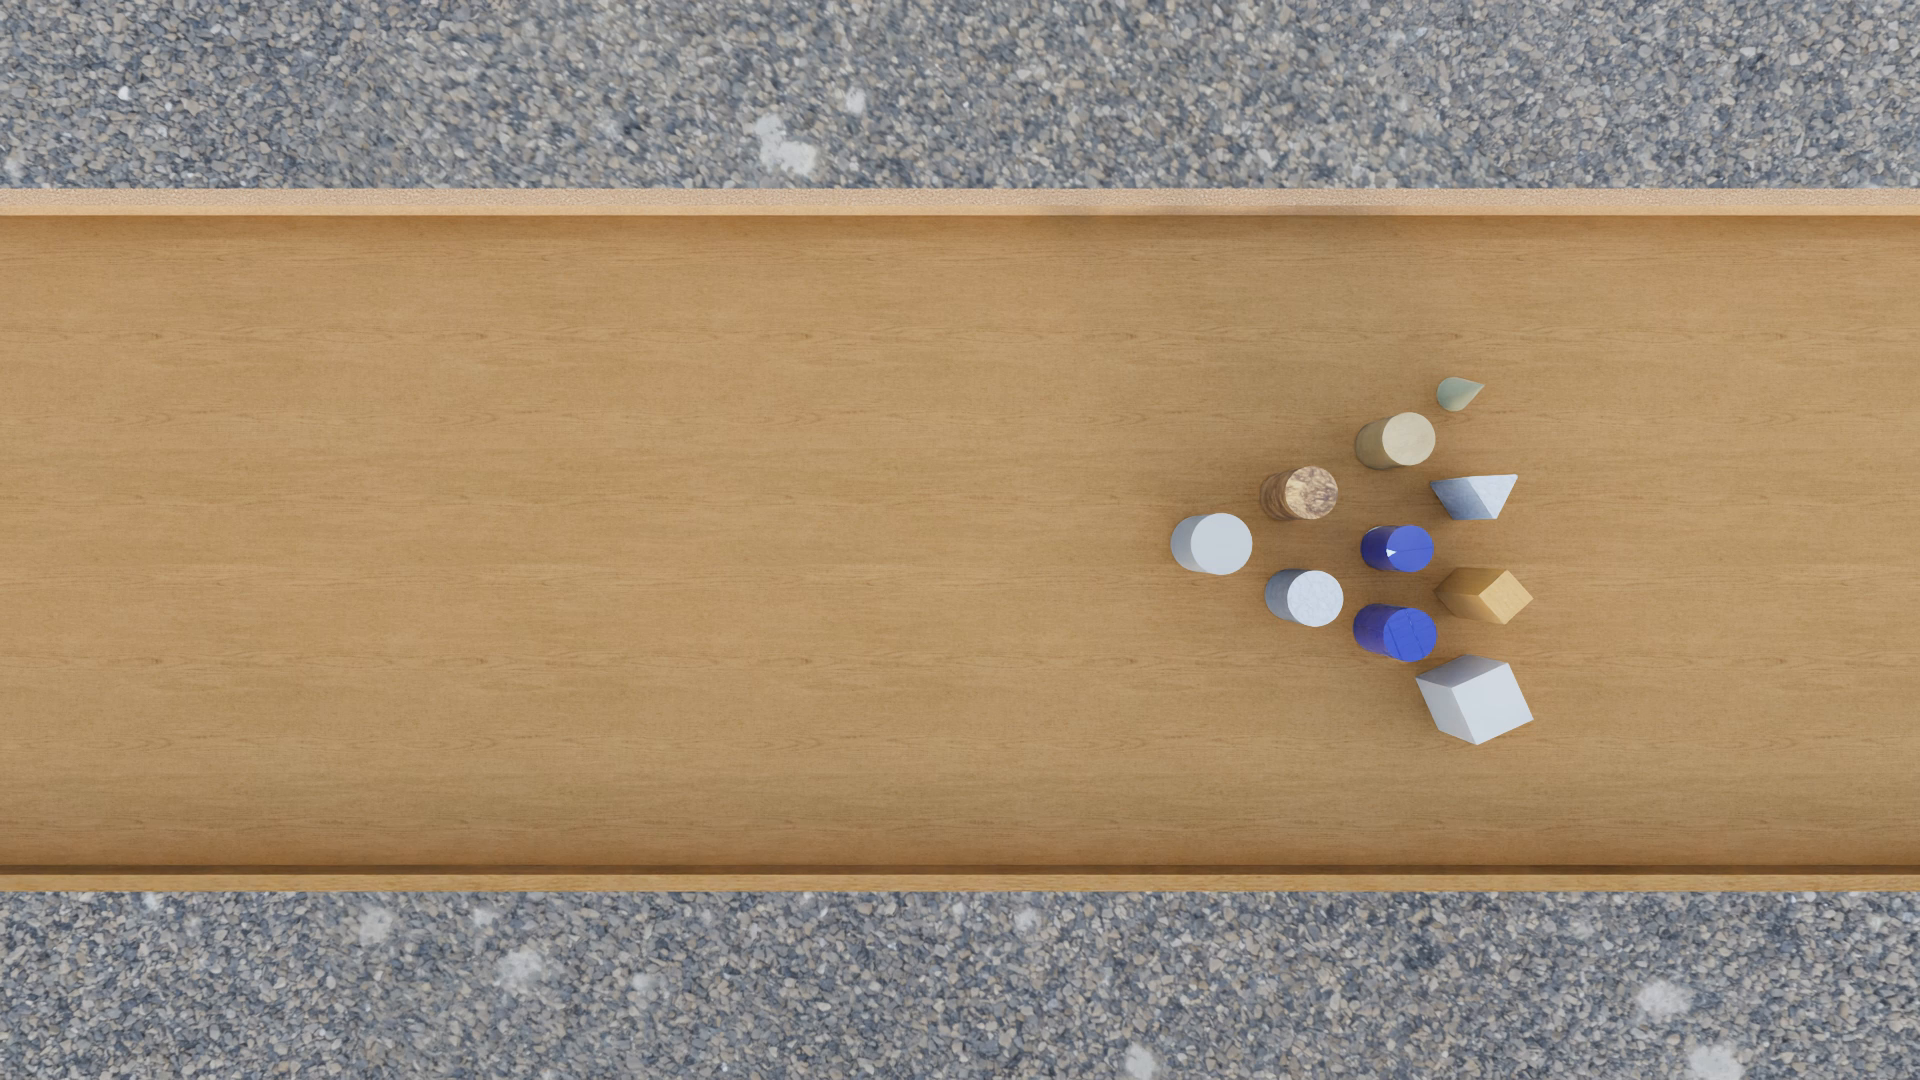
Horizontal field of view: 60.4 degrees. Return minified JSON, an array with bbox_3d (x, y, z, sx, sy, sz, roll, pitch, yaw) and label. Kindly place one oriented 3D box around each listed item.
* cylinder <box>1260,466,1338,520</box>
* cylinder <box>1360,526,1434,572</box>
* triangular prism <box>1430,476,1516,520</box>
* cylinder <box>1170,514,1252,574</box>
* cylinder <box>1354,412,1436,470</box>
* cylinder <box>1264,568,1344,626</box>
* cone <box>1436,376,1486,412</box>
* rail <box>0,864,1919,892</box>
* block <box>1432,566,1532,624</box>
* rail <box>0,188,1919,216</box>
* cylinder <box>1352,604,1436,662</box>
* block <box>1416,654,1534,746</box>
[{"bbox_3d":[0.996,-0.134,4.874,0.150,0.405,0.150,0,90,0],"label":"cylinder"},{"bbox_3d":[1.301,0.025,4.920,0.136,0.312,0.136,0,90,0],"label":"cylinder"},{"bbox_3d":[1.536,-0.151,4.885,0.121,0.382,0.139,-33,90,0],"label":"triangular prism"},{"bbox_3d":[0.734,0.011,4.853,0.173,0.446,0.173,0,90,0],"label":"cylinder"},{"bbox_3d":[1.291,-0.291,4.910,0.153,0.332,0.153,0,90,0],"label":"cylinder"},{"bbox_3d":[1.018,0.168,4.901,0.161,0.350,0.161,0,90,0],"label":"cylinder"},{"bbox_3d":[1.521,-0.449,4.925,0.106,0.303,0.106,0,90,0],"label":"cone"},{"bbox_3d":[-2.247,1.025,5.001,12.000,0.150,0.050,0,90,0],"label":"rail"},{"bbox_3d":[1.531,0.160,4.851,0.109,0.450,0.109,-42,90,0],"label":"block"},{"bbox_3d":[-2.247,-1.025,5.002,12.000,0.150,0.050,0,90,0],"label":"rail"},{"bbox_3d":[1.286,0.271,4.894,0.154,0.365,0.154,0,90,0],"label":"cylinder"},{"bbox_3d":[1.517,0.467,4.888,0.178,0.377,0.178,-24,90,0],"label":"block"}]
